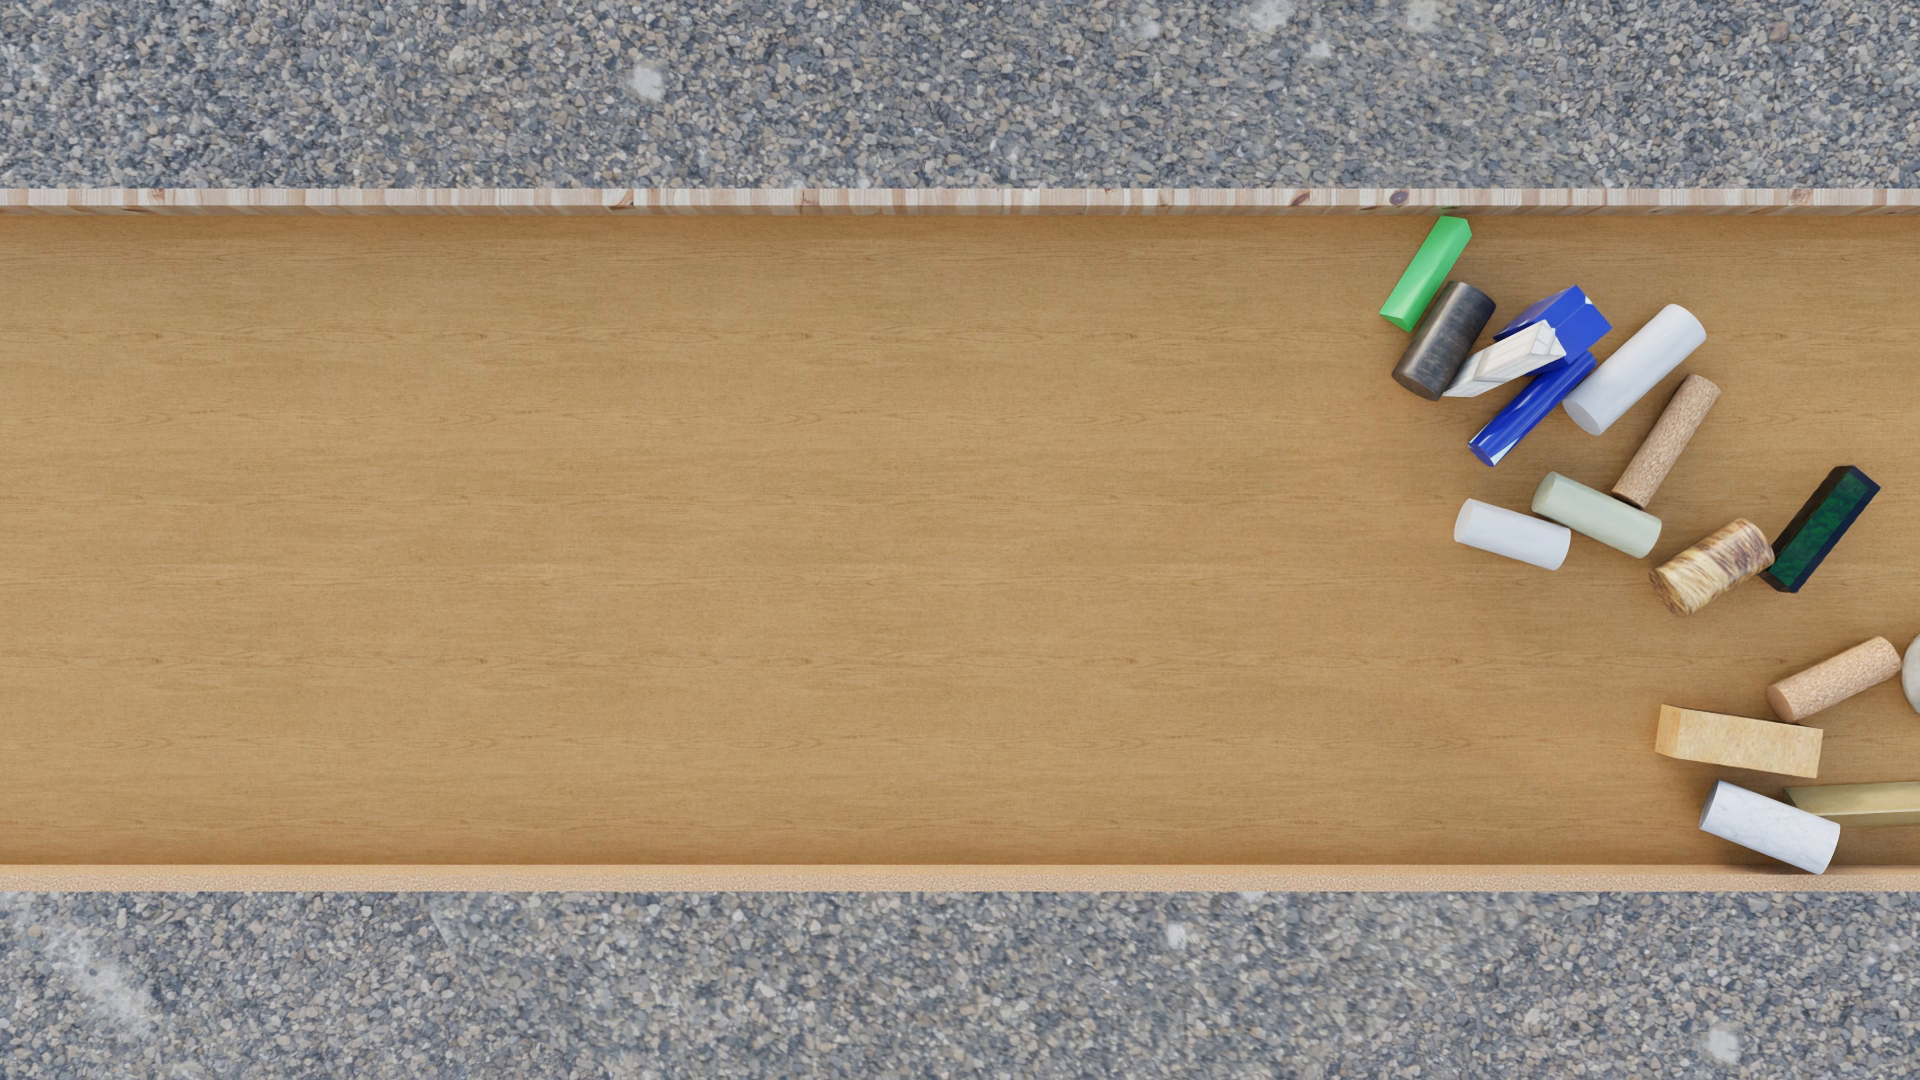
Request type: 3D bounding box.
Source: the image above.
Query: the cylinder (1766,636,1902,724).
[{"bbox_3d":[2.656,0.425,5.013,0.359,0.127,0.127,-25,90,0],"label":"cylinder"}]

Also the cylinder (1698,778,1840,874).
[{"bbox_3d":[2.422,0.858,4.944,0.346,0.163,0.163,21,90,19],"label":"cylinder"}]

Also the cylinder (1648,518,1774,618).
[{"bbox_3d":[2.273,0.085,4.992,0.308,0.170,0.170,-31,90,0],"label":"cylinder"}]

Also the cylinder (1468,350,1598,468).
[{"bbox_3d":[1.743,-0.412,5.024,0.438,0.105,0.105,-44,90,0],"label":"cylinder"}]

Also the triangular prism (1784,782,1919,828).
[{"bbox_3d":[2.742,0.818,5.017,0.414,0.112,0.130,-3,90,0],"label":"triangular prism"}]

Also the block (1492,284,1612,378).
[{"bbox_3d":[1.752,-0.615,4.895,0.162,0.363,0.162,-40,90,0],"label":"block"}]

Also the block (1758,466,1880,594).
[{"bbox_3d":[2.606,-0.033,5.023,0.108,0.108,0.409,39,90,0],"label":"block"}]

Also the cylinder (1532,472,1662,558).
[{"bbox_3d":[1.932,-0.076,5.009,0.349,0.135,0.135,24,90,0],"label":"cylinder"}]

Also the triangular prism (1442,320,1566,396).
[{"bbox_3d":[1.590,-0.533,4.864,0.116,0.434,0.101,0,79,-19],"label":"triangular prism"}]

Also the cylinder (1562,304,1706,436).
[{"bbox_3d":[2.042,-0.515,5.000,0.427,0.153,0.153,-42,90,0],"label":"cylinder"}]

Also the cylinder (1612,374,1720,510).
[{"bbox_3d":[2.149,-0.297,5.022,0.109,0.109,0.426,33,90,0],"label":"cylinder"}]

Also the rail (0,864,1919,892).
[{"bbox_3d":[-2.247,1.025,5.001,12.000,0.150,0.050,0,90,0],"label":"rail"}]

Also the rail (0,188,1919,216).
[{"bbox_3d":[-2.247,-1.025,5.002,12.000,0.150,0.050,0,90,0],"label":"rail"}]

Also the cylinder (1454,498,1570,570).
[{"bbox_3d":[1.675,-0.017,5.008,0.306,0.137,0.137,17,90,0],"label":"cylinder"}]

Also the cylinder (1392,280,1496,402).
[{"bbox_3d":[1.465,-0.602,4.996,0.162,0.162,0.329,32,90,0],"label":"cylinder"}]

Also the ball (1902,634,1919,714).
[{"bbox_3d":[3.004,0.404,4.894,0.366,0.366,0.366,0,90,0],"label":"ball"}]

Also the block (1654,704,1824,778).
[{"bbox_3d":[2.359,0.609,5.003,0.425,0.148,0.148,8,90,0],"label":"block"}]
